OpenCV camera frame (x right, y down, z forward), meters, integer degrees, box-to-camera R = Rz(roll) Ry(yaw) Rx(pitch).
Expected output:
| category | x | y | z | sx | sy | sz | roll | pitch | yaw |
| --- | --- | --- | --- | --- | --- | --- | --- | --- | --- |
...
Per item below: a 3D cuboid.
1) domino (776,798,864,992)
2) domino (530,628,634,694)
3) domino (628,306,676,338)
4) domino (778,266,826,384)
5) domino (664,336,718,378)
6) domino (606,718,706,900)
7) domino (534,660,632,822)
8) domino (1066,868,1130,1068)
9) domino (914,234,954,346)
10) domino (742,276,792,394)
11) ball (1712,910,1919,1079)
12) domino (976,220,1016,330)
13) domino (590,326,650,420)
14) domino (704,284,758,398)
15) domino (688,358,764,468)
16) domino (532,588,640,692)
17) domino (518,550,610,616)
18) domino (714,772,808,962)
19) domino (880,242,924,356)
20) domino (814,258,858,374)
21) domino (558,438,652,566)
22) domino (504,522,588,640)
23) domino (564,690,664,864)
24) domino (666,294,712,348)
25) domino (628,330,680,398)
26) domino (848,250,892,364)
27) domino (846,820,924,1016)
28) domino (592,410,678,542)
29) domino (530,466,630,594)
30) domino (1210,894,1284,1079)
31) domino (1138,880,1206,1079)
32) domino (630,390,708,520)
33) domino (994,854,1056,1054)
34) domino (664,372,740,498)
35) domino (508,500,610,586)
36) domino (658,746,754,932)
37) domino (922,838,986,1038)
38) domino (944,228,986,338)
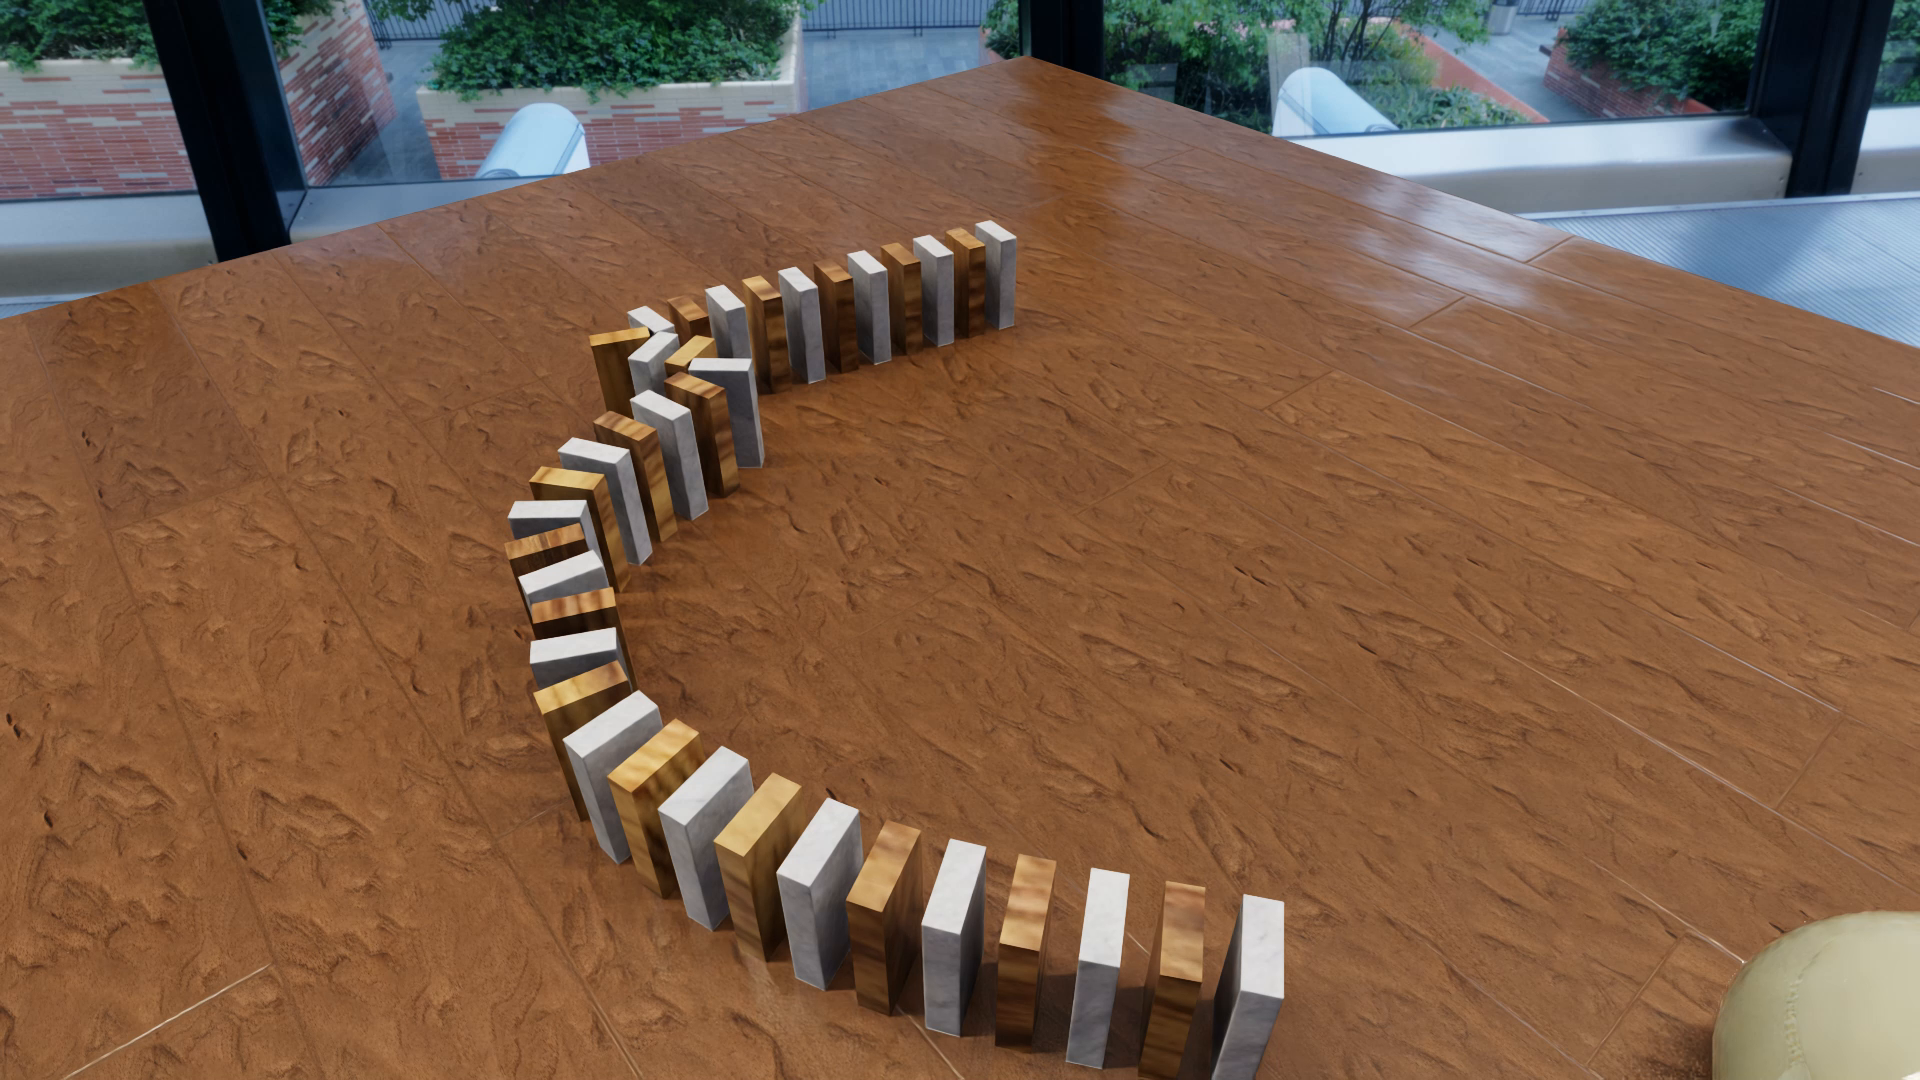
| category | x | y | z | sx | sy | sz | roll | pitch | yaw |
| --- | --- | --- | --- | --- | --- | --- | --- | --- | --- |
| domino | -0.036 | 0.096 | 0.295 | 0.009 | 0.050 | 0.025 | 16 | 42 | 19 |
| domino | -0.117 | 0.051 | 0.349 | 0.025 | 0.050 | 0.009 | -9 | 40 | -11 |
| domino | -0.139 | -0.080 | 0.509 | 0.009 | 0.050 | 0.025 | -30 | 48 | -31 |
| domino | -0.077 | -0.105 | 0.540 | 0.009 | 0.050 | 0.025 | -21 | 44 | -23 |
| domino | -0.116 | -0.062 | 0.487 | 0.010 | 0.050 | 0.025 | 14 | 41 | 16 |
| domino | -0.084 | 0.078 | 0.316 | 0.010 | 0.050 | 0.025 | 24 | 45 | 26 |
| domino | -0.110 | 0.062 | 0.336 | 0.025 | 0.050 | 0.010 | -22 | 44 | -24 |
| domino | 0.035 | 0.109 | 0.278 | 0.010 | 0.050 | 0.025 | 8 | 40 | 9 |
| domino | -0.013 | -0.129 | 0.568 | 0.010 | 0.050 | 0.025 | -20 | 43 | -22 |
| domino | -0.093 | -0.099 | 0.532 | 0.009 | 0.050 | 0.025 | -21 | 44 | -24 |
| ball | 0.211 | 0.122 | 0.238 | 0.080 | 0.080 | 0.080 | 0 | 39 | 0 |
| domino | 0.019 | -0.140 | 0.583 | 0.009 | 0.050 | 0.025 | -21 | 44 | -24 |
| domino | -0.149 | -0.070 | 0.497 | 0.025 | 0.050 | 0.009 | -13 | 41 | -15 |
| domino | -0.109 | -0.093 | 0.525 | 0.009 | 0.050 | 0.025 | -22 | 44 | -25 |
| domino | -0.101 | -0.055 | 0.478 | 0.025 | 0.050 | 0.009 | 1 | 39 | 1 |
| domino | -0.122 | 0.040 | 0.363 | 0.025 | 0.050 | 0.009 | -12 | 41 | -15 |
| domino | -0.131 | 0.030 | 0.375 | 0.025 | 0.050 | 0.010 | -23 | 45 | -26 |
| domino | -0.052 | 0.090 | 0.301 | 0.009 | 0.050 | 0.025 | 19 | 43 | 22 |
| domino | -0.030 | -0.123 | 0.561 | 0.010 | 0.050 | 0.025 | -20 | 43 | -23 |
| domino | -0.062 | -0.111 | 0.547 | 0.010 | 0.050 | 0.025 | -20 | 43 | -23 |
| domino | -0.138 | -0.014 | 0.429 | 0.025 | 0.050 | 0.009 | 13 | 41 | 15 |
| domino | -0.140 | 0.020 | 0.387 | 0.025 | 0.050 | 0.010 | -18 | 43 | -20 |
| domino | -0.098 | 0.071 | 0.325 | 0.010 | 0.050 | 0.025 | 30 | 48 | 31 |
| domino | -0.124 | -0.086 | 0.517 | 0.009 | 0.050 | 0.025 | -24 | 45 | -26 |
| domino | -0.132 | -0.064 | 0.490 | 0.010 | 0.050 | 0.025 | 13 | 41 | 15 |
| domino | -0.046 | -0.117 | 0.554 | 0.009 | 0.050 | 0.025 | -20 | 43 | -23 |
| domino | -0.019 | 0.100 | 0.289 | 0.009 | 0.050 | 0.025 | 13 | 41 | 16 |
| domino | -0.130 | -0.025 | 0.442 | 0.025 | 0.050 | 0.009 | 22 | 44 | 24 |
| domino | -0.143 | -0.003 | 0.415 | 0.025 | 0.050 | 0.009 | 8 | 40 | 9 |
| domino | 0.071 | 0.114 | 0.273 | 0.009 | 0.050 | 0.025 | 8 | 40 | 10 |
| domino | 0.053 | 0.111 | 0.276 | 0.009 | 0.050 | 0.025 | 7 | 40 | 9 |
| domino | -0.119 | -0.035 | 0.454 | 0.025 | 0.050 | 0.010 | 25 | 46 | 28 |
| domino | 0.017 | 0.106 | 0.281 | 0.009 | 0.050 | 0.025 | 8 | 40 | 10 |
| domino | -0.109 | -0.044 | 0.465 | 0.025 | 0.050 | 0.010 | 22 | 44 | 25 |
| domino | -0.145 | 0.008 | 0.401 | 0.025 | 0.050 | 0.010 | -1 | 39 | -1 |
| domino | -0.068 | 0.084 | 0.309 | 0.009 | 0.050 | 0.025 | 21 | 44 | 24 |
| domino | -0.001 | 0.104 | 0.285 | 0.010 | 0.050 | 0.025 | 10 | 40 | 12 |
| domino | 0.003 | -0.134 | 0.575 | 0.010 | 0.050 | 0.025 | -20 | 43 | -23 |
